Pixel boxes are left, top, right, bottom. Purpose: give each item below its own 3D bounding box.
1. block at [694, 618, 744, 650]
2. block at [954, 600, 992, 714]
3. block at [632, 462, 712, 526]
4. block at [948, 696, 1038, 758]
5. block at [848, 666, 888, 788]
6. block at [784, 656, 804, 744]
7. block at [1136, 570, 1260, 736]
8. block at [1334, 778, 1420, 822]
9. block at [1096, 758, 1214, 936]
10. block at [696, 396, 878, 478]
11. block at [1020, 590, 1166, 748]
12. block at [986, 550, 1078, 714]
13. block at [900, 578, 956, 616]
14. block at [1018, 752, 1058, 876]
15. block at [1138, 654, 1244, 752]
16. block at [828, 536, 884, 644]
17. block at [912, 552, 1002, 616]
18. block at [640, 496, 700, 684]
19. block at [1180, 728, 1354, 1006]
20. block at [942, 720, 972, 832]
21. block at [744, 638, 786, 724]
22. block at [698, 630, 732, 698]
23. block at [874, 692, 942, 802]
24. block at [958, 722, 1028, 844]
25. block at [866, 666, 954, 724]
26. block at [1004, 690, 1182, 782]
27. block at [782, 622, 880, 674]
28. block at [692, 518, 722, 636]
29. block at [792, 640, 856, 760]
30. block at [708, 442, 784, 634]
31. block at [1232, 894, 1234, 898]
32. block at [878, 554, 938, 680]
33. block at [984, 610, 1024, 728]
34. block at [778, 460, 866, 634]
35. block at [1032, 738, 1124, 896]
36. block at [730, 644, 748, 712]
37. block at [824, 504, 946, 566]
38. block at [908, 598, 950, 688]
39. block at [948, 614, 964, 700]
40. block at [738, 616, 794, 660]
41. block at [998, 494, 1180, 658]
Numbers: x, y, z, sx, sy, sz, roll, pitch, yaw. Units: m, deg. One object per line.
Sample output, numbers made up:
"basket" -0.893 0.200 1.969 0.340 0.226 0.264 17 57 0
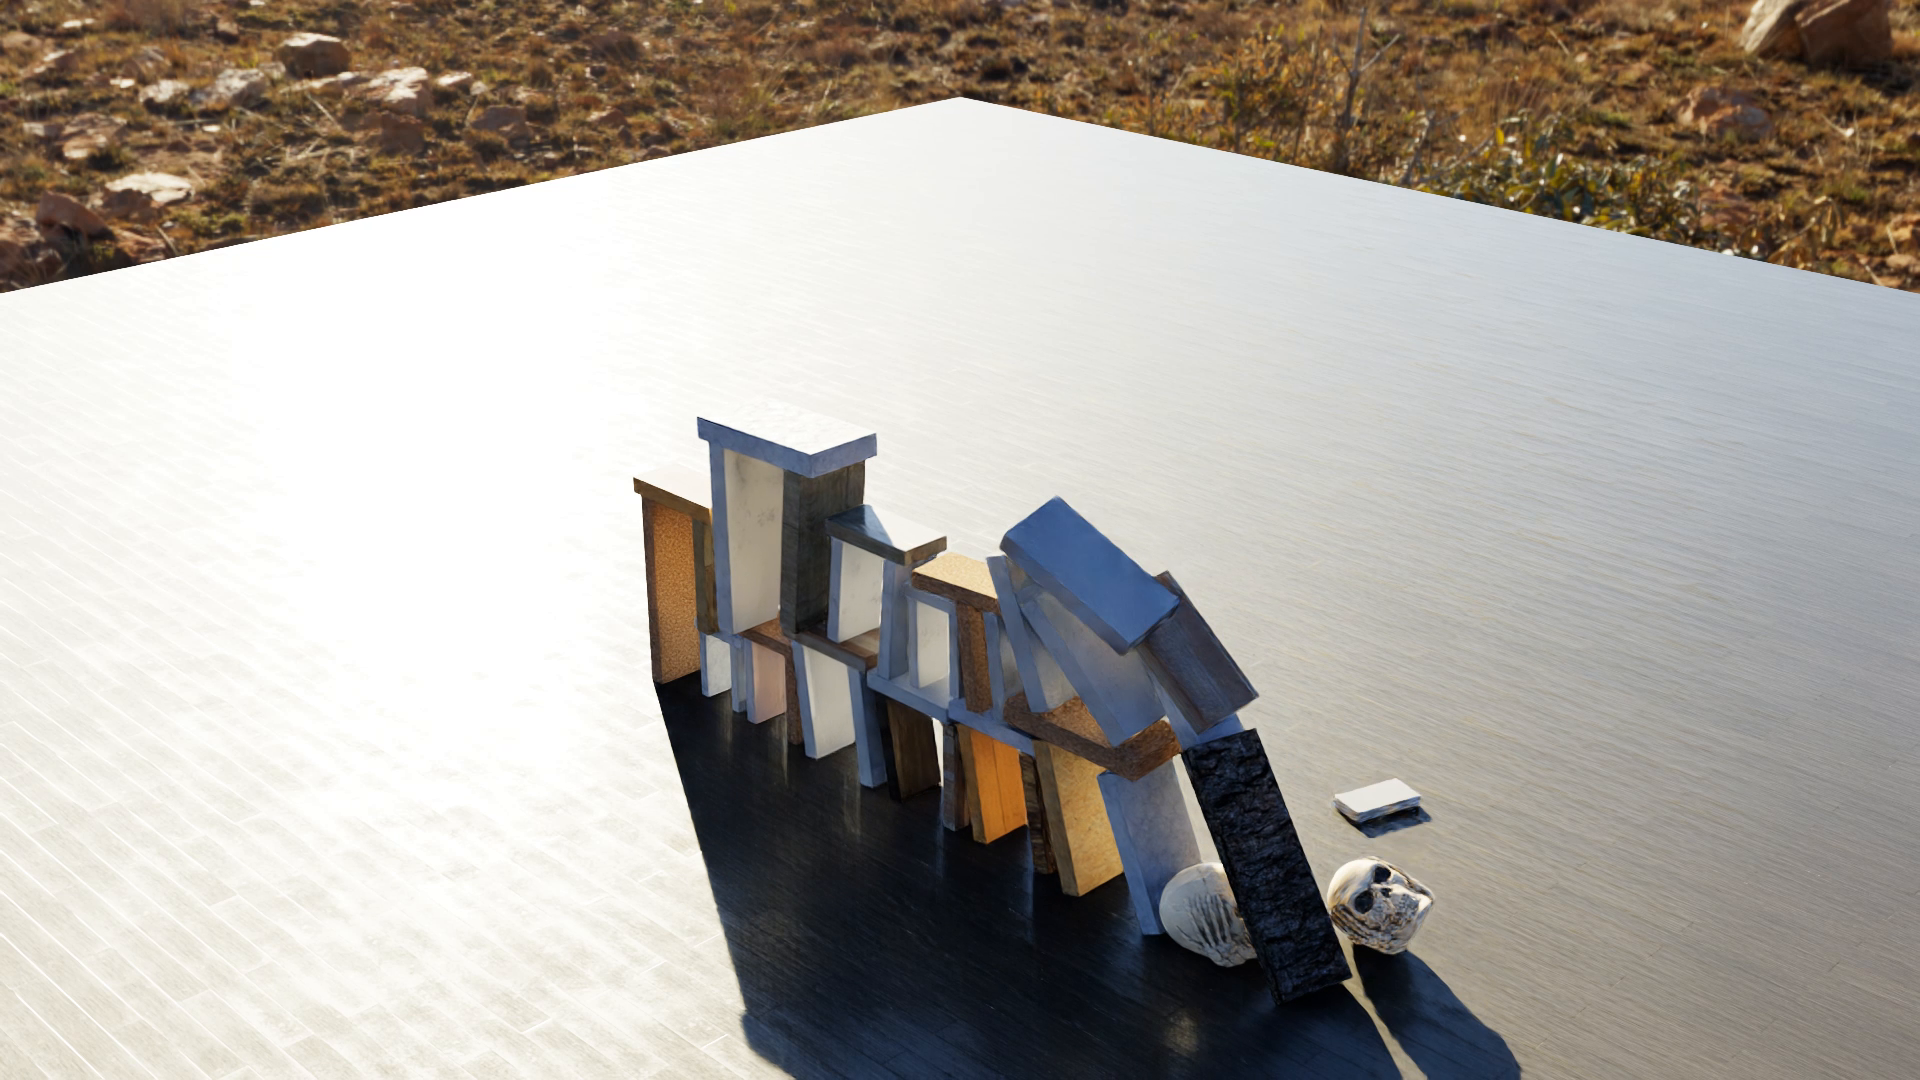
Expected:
"block" -0.506 0.195 4.862 0.160 0.023 0.080 21 31 41
"block" 0.054 0.206 4.248 0.117 0.233 0.033 -21 23 -41
"block" -0.578 -0.104 4.803 0.268 0.038 0.134 21 31 41
"block" 0.108 0.347 4.261 0.247 0.035 0.123 21 31 41
"block" -0.160 0.368 4.558 0.130 0.259 0.037 -21 23 -41
"block" -0.326 0.330 4.725 0.029 0.202 0.101 21 31 41
"block" 0.411 0.206 4.050 0.145 0.041 0.291 -25 74 -38
"block" 0.850 0.530 4.482 0.158 0.022 0.079 -11 26 -25
"block" 0.363 0.556 4.068 0.154 0.309 0.044 -20 6 -39
"block" -0.358 -0.215 4.520 0.358 0.051 0.179 20 30 41
"block" 0.255 0.218 4.049 0.154 0.044 0.308 -25 77 -46
"block" 0.154 0.151 4.107 0.044 0.308 0.154 -8 13 43
"block" -0.024 0.106 4.301 0.088 0.025 0.176 -21 31 -41
"block" 0.183 0.508 4.246 0.123 0.247 0.035 -21 20 -41
"block" 0.433 0.288 4.084 0.145 0.041 0.291 -1 59 -45
"block" -0.212 0.086 4.493 0.116 0.232 0.033 -21 37 -41
"block" 0.035 0.084 4.191 0.233 0.033 0.117 17 29 35
"block" -0.642 0.096 4.957 0.038 0.451 0.134 21 31 41
"block" 0.544 0.577 3.913 0.145 0.472 0.041 -13 -15 -28
"block" 0.018 0.454 4.392 0.116 0.232 0.033 -21 30 -41
"block" -0.422 0.292 4.814 0.029 0.202 0.101 20 30 41
"block" -0.543 0.265 4.932 0.023 0.160 0.080 21 31 41
"block" -0.105 0.405 4.506 0.116 0.232 0.033 -21 20 -41
"block" 0.067 0.462 4.353 0.123 0.247 0.035 -21 20 -41
"block" -0.067 0.298 4.418 0.116 0.033 0.232 -21 32 -41
"block" 0.249 0.346 4.104 0.309 0.044 0.154 22 32 35
"block" -0.236 0.201 4.570 0.259 0.037 0.130 21 31 41
"block" -0.515 0.061 4.805 0.038 0.268 0.134 21 31 41
"block" -0.282 0.320 4.671 0.130 0.259 0.037 -21 23 -41
"block" -0.440 -0.025 4.689 0.051 0.424 0.179 20 30 41
"block" 0.535 0.610 4.221 0.022 0.079 0.158 2 23 5
"block" -0.105 0.143 4.401 0.116 0.263 0.033 -21 36 -40
"block" 0.106 0.230 4.192 0.033 0.233 0.117 11 24 41
"block" -0.284 0.001 4.531 0.179 0.358 0.051 -21 36 -41
"block" 0.235 0.502 4.182 0.154 0.309 0.044 -21 15 -41
"block" -0.468 0.294 4.863 0.023 0.160 0.080 21 31 41
"block" -0.149 -0.012 4.383 0.232 0.033 0.116 22 31 40
"block" -0.062 0.192 4.379 0.088 0.193 0.025 -21 30 -41
"block" 0.019 0.215 4.302 0.088 0.176 0.025 -21 31 -41
"block" -0.376 0.204 4.725 0.202 0.029 0.101 20 30 41
"block" 0.236 0.063 4.008 0.308 0.044 0.154 42 51 16
